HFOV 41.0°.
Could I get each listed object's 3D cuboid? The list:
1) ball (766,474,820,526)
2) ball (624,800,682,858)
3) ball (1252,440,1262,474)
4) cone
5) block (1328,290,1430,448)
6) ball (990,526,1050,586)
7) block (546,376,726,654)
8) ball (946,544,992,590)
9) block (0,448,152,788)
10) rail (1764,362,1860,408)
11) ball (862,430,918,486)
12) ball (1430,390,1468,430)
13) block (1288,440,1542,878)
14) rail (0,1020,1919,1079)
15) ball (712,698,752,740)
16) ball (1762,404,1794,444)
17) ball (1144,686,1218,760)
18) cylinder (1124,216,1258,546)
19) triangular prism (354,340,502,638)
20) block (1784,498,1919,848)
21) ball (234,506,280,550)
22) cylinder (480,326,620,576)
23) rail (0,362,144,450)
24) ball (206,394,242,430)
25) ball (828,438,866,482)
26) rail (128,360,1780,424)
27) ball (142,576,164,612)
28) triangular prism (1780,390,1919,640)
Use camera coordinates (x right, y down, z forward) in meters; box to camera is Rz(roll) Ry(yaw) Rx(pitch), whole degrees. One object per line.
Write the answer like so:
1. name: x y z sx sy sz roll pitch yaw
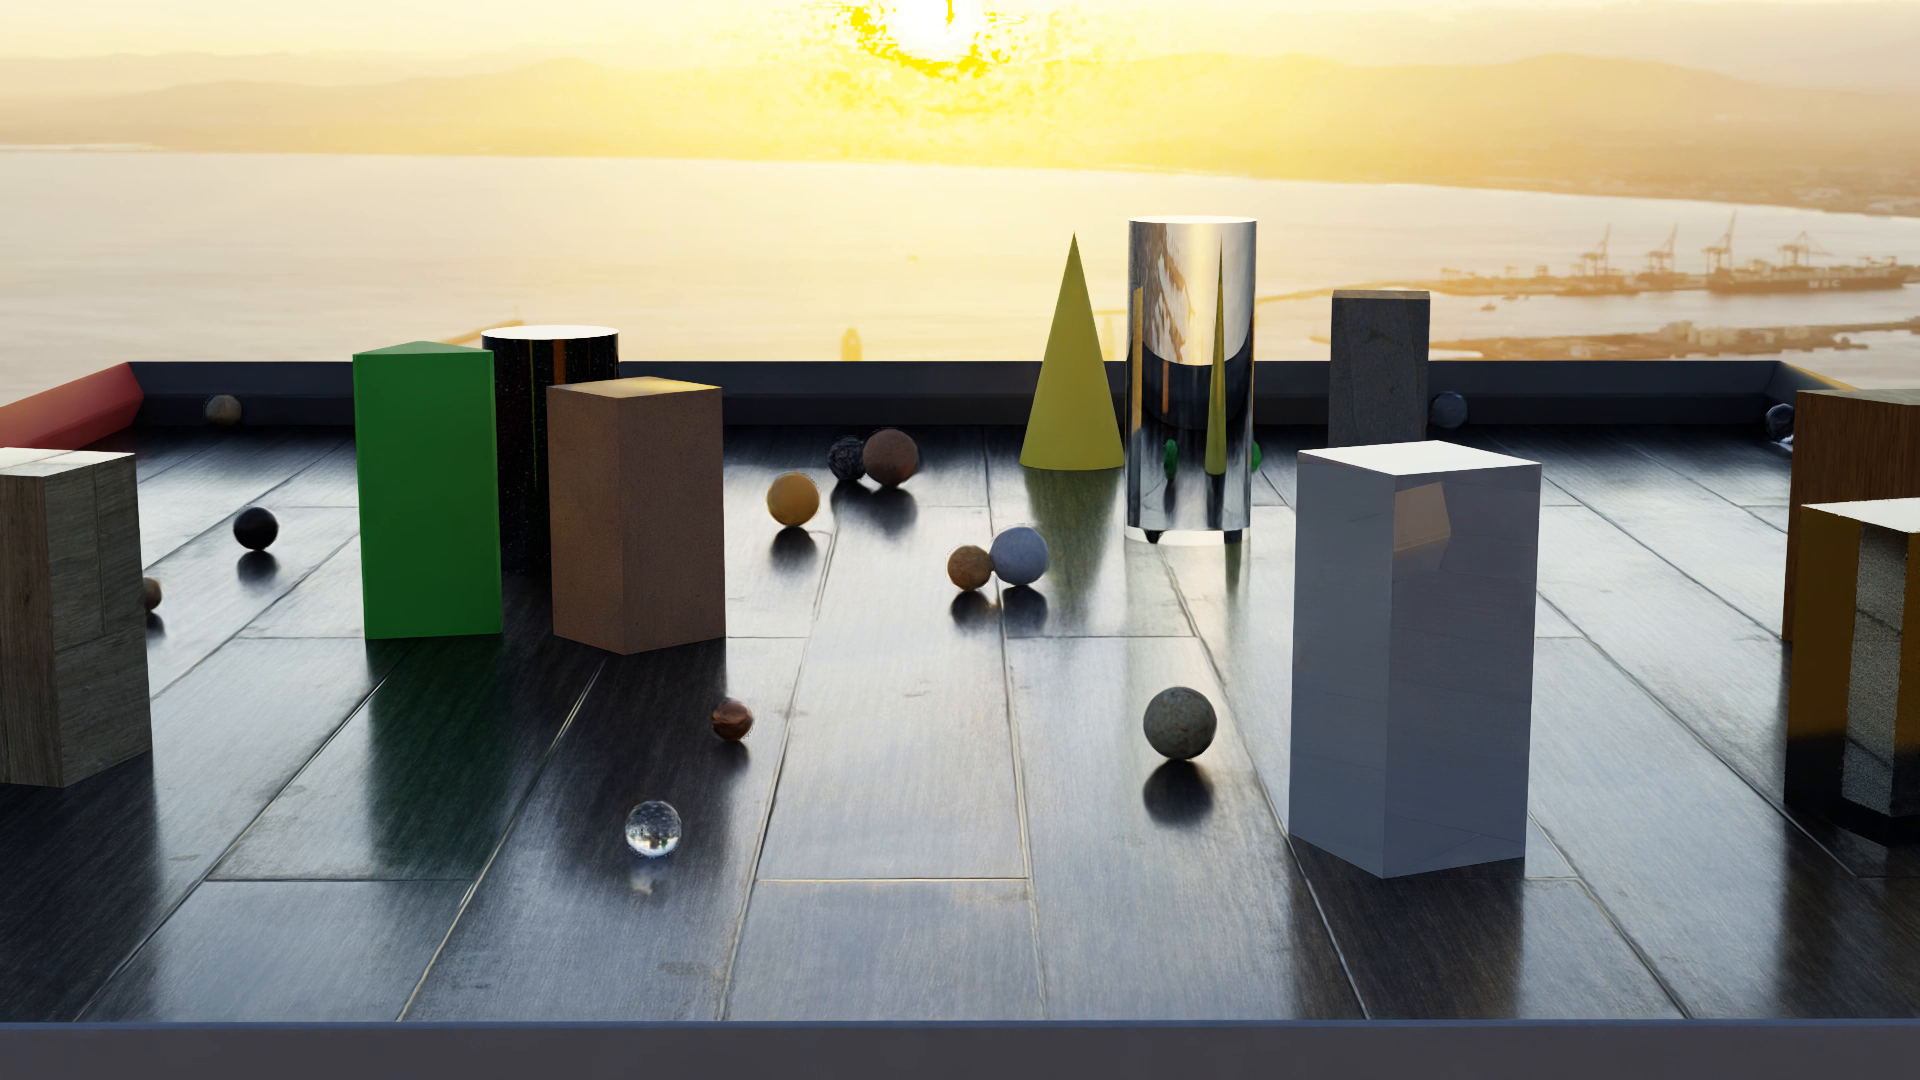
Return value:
1. ball: -0.267 -0.063 4.098 0.085 0.085 0.085 0 10 0
2. ball: -0.286 0.269 2.391 0.053 0.053 0.053 0 10 0
3. ball: 0.498 -0.149 4.579 0.078 0.078 0.078 0 10 0
4. cone: 0.209 -0.357 4.736 0.199 0.430 0.199 0 10 0
5. block: 0.700 -0.235 4.295 0.159 0.352 0.159 2 11 9
6. ball: 0.084 0.023 3.635 0.085 0.085 0.085 0 10 0
7. block: -0.415 -0.036 3.292 0.159 0.324 0.159 -9 14 -41
8. ball: 0.014 0.039 3.603 0.065 0.065 0.065 0 10 0
9. block: -0.970 0.077 2.688 0.159 0.322 0.159 3 11 16
10. rail: 1.669 0.032 3.458 0.045 0.129 3.693 0 10 0
11. ball: -0.122 -0.144 4.496 0.099 0.099 0.099 0 10 0
12. ball: 0.991 -0.263 5.199 0.078 0.078 0.078 0 10 0
13. block: 0.422 0.106 2.398 0.159 0.371 0.159 -5 12 -25
14. rail: 0.011 0.365 1.656 3.386 0.129 0.045 0 10 0
15. ball: -0.249 0.196 2.804 0.045 0.045 0.045 0 10 0
16. ball: 1.608 -0.227 5.009 0.076 0.076 0.076 0 10 0
17. ball: 0.234 0.195 2.722 0.078 0.078 0.078 0 10 0
18. cylinder: 0.358 -0.252 3.996 0.199 0.493 0.199 0 10 0
19. triangular prism: -0.697 -0.070 3.358 0.172 0.367 0.149 -2 11 -12
20. block: 0.925 0.123 2.491 0.159 0.302 0.159 -4 11 -18
21. ball: -1.070 -0.018 3.899 0.067 0.067 0.067 0 10 0
22. cylinder: -0.597 -0.134 3.770 0.199 0.344 0.199 0 10 0
23. rail: -1.669 0.035 3.439 0.045 0.129 3.693 0 10 0
24. ball: -1.489 -0.259 5.191 0.071 0.071 0.071 0 10 0
25. ball: -0.196 -0.143 4.547 0.078 0.078 0.078 0 10 0
26. rail: -0.011 -0.298 5.241 3.386 0.129 0.045 0 10 0
27. ball: -1.101 0.073 3.464 0.048 0.048 0.048 0 10 0
28. triangular prism: 1.169 -0.027 3.252 0.149 0.321 0.172 -7 13 -35
